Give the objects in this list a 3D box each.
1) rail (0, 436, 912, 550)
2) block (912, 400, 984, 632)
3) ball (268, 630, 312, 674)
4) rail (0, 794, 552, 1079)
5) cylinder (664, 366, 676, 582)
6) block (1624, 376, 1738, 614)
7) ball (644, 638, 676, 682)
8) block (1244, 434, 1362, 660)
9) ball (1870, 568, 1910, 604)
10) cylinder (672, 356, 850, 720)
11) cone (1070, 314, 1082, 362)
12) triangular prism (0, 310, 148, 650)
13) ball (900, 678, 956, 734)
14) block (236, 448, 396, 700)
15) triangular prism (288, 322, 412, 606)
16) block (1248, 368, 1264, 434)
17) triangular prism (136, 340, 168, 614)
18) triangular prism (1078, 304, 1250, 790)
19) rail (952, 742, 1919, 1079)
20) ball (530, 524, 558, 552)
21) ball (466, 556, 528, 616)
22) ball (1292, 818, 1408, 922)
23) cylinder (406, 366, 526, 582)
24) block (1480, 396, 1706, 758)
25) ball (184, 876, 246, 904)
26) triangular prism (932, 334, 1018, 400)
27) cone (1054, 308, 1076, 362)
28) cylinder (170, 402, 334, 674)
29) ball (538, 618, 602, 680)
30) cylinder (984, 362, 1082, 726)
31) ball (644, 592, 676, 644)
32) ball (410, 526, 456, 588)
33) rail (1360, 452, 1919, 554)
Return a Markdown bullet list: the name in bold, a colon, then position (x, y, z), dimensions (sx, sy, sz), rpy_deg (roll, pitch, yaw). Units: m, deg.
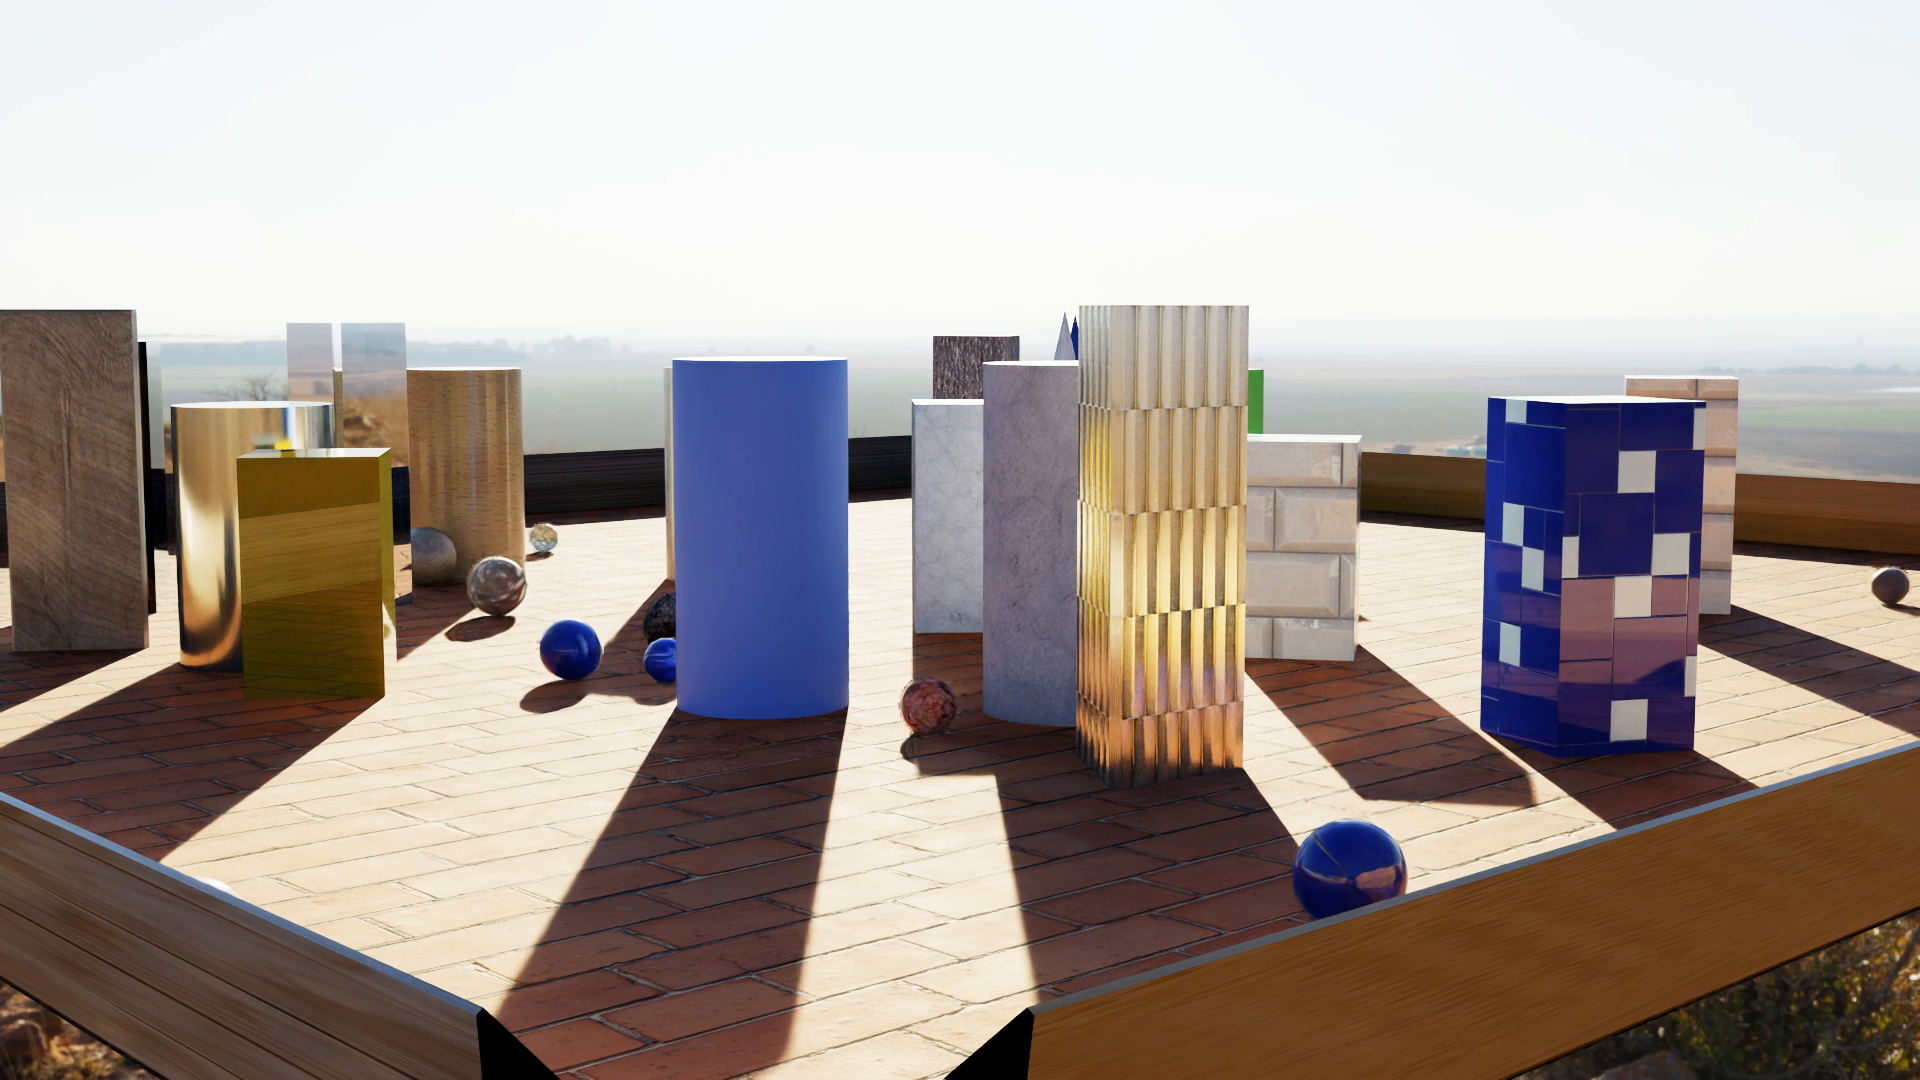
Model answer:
- **rail**: position (-1.165, -0.099, 4.588), dimensions (3.495, 0.127, 0.045), rpy_deg (-5, 8, -42)
- **block**: position (0.012, -0.037, 3.105), dimensions (0.156, 0.316, 0.156), rpy_deg (0, 6, -3)
- **ball**: position (-0.821, 0.138, 2.694), dimensions (0.053, 0.053, 0.053), rpy_deg (0, 6, 0)
- **rail**: position (-1.267, 0.155, 2.169), dimensions (0.045, 0.127, 3.483), rpy_deg (-5, 8, -42)
- **cylinder**: position (-0.392, -0.112, 3.655), dimensions (0.195, 0.350, 0.195), rpy_deg (0, 6, 0)
- **block**: position (1.075, -0.072, 3.301), dimensions (0.156, 0.344, 0.156), rpy_deg (2, 6, 15)
- **ball**: position (-0.351, 0.144, 2.633), dimensions (0.054, 0.054, 0.054), rpy_deg (0, 6, 0)
- **block**: position (0.441, 0.006, 2.874), dimensions (0.156, 0.278, 0.156), rpy_deg (1, 6, 12)
- **ball**: position (1.412, 0.069, 3.338), dimensions (0.055, 0.055, 0.055), rpy_deg (0, 6, 0)
- **cylinder**: position (-0.223, -0.008, 2.474), dimensions (0.195, 0.390, 0.195), rpy_deg (0, 6, 0)
- **cone**: position (0.228, -0.232, 4.380), dimensions (0.195, 0.438, 0.195), rpy_deg (0, 6, 0)
- **triangular prism**: position (-1.168, -0.085, 2.941), dimensions (0.169, 0.445, 0.146), rpy_deg (-1, 6, -9)
- **ball**: position (-0.033, 0.174, 2.317), dimensions (0.059, 0.059, 0.059), rpy_deg (0, 6, 0)
- **block**: position (-0.754, 0.036, 2.588), dimensions (0.156, 0.278, 0.156), rpy_deg (-1, 6, -9)
- **triangular prism**: position (-0.892, -0.111, 3.287), dimensions (0.146, 0.425, 0.169), rpy_deg (-5, 8, -40)
- **block**: position (0.459, -0.155, 4.146), dimensions (0.156, 0.334, 0.156), rpy_deg (-4, 7, -35)
- **triangular prism**: position (-1.246, -0.100, 3.308), dimensions (0.169, 0.399, 0.146), rpy_deg (2, 6, 17)
- **triangular prism**: position (0.165, -0.002, 2.133), dimensions (0.169, 0.449, 0.146), rpy_deg (-5, 8, -38)
- **rail**: position (1.165, 0.165, 2.076), dimensions (3.495, 0.127, 0.045), rpy_deg (-5, 8, -42)
- **ball**: position (-0.767, -0.004, 4.052), dimensions (0.052, 0.052, 0.052), rpy_deg (0, 6, 0)
- **ball**: position (-0.676, 0.067, 3.209), dimensions (0.086, 0.086, 0.086), rpy_deg (0, 6, 0)
- **ball**: position (0.280, 0.240, 1.577), dimensions (0.082, 0.082, 0.082), rpy_deg (0, 6, 0)
- **cylinder**: position (-0.829, -0.113, 3.679), dimensions (0.195, 0.347, 0.195), rpy_deg (0, 6, 0)
- **block**: position (0.649, 0.032, 2.269), dimensions (0.156, 0.353, 0.156), rpy_deg (-2, 6, -15)
- **ball**: position (-0.499, 0.258, 1.426), dimensions (0.079, 0.079, 0.079), rpy_deg (0, 6, 0)
- **triangular prism**: position (0.062, -0.174, 4.018), dimensions (0.169, 0.398, 0.146), rpy_deg (5, 8, 37)
- **cone**: position (0.135, -0.075, 2.843), dimensions (0.195, 0.446, 0.195), rpy_deg (0, 6, 0)
- **cylinder**: position (-0.890, -0.008, 2.783), dimensions (0.195, 0.326, 0.195), rpy_deg (0, 6, 0)
- **ball**: position (-0.471, 0.132, 2.653), dimensions (0.074, 0.074, 0.074), rpy_deg (0, 6, 0)
- **cylinder**: position (0.123, -0.002, 2.434), dimensions (0.195, 0.386, 0.195), rpy_deg (0, 6, 0)
- **ball**: position (-0.364, 0.110, 2.820), dimensions (0.084, 0.084, 0.084), rpy_deg (0, 6, 0)
- **ball**: position (-0.860, 0.027, 3.535), dimensions (0.098, 0.098, 0.098), rpy_deg (0, 6, 0)
- **rail**: position (1.267, -0.089, 4.495), dimensions (0.045, 0.127, 3.483), rpy_deg (-5, 8, -42)
